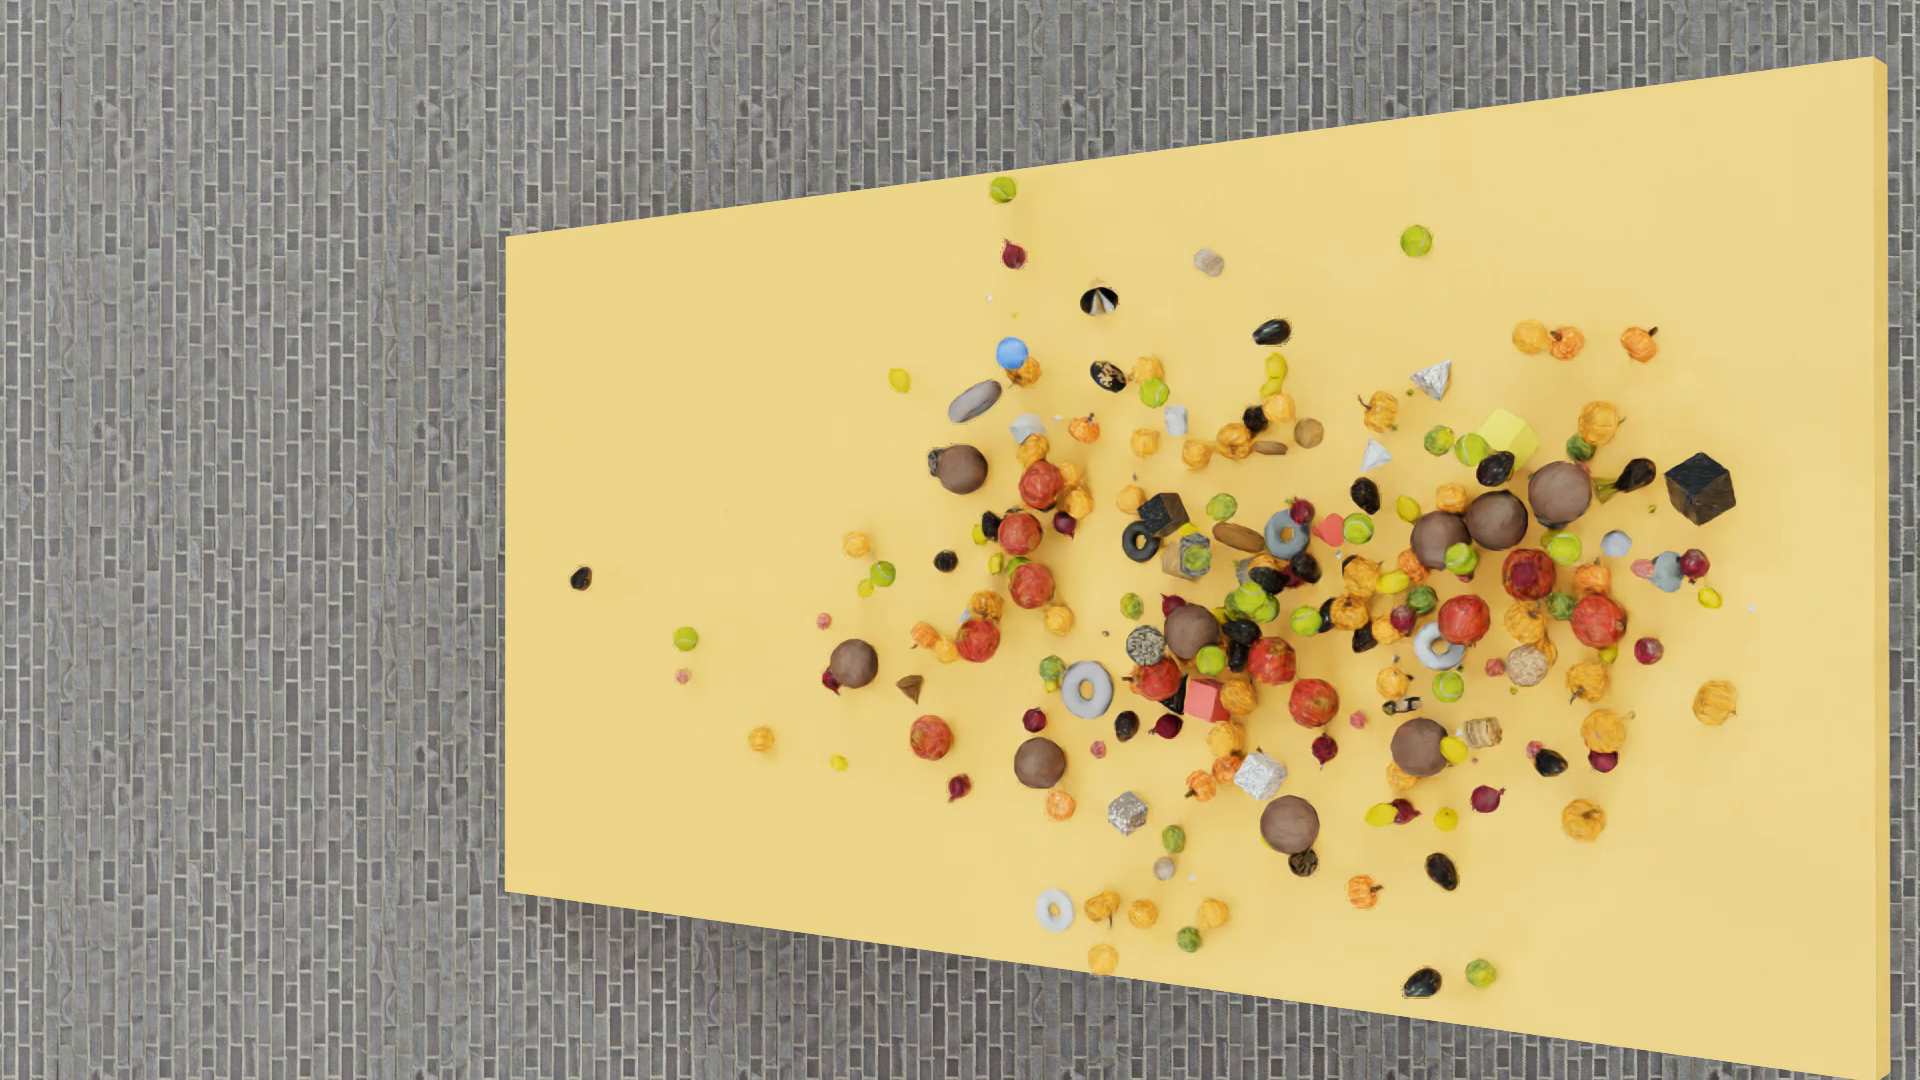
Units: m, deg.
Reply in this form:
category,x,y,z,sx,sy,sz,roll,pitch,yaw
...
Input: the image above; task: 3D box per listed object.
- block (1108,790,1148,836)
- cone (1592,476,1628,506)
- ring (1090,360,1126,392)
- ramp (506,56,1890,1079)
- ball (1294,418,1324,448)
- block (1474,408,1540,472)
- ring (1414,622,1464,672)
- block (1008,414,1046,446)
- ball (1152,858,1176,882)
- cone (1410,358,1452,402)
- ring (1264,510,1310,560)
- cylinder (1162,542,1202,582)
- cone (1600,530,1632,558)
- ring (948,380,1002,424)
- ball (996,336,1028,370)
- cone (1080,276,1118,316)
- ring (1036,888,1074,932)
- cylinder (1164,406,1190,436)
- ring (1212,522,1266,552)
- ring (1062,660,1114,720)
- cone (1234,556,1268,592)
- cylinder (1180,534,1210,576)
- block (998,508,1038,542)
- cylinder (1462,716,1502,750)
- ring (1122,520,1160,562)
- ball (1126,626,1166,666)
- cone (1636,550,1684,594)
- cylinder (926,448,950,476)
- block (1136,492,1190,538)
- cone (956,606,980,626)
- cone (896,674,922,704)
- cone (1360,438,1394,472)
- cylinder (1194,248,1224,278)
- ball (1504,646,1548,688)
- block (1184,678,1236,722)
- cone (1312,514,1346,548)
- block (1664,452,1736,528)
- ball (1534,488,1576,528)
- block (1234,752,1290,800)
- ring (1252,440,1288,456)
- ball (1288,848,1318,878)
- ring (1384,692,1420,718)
category,x,y,z,sx,sy,sz,roll,pitch,yaw
block,0.403,0.657,5.284,0.065,0.065,0.065,-30,50,-29
cone,1.363,-0.112,4.591,0.066,0.066,0.066,-17,90,9
ring,0.358,-0.397,5.322,0.098,0.098,0.033,36,123,0
ramp,0.227,0.064,5.545,4.000,0.100,2.000,0,89,38
ball,0.794,-0.243,5.003,0.072,0.072,0.072,0,90,0
block,1.154,-0.212,4.637,0.083,0.083,0.083,-51,134,-1
ring,1.046,0.231,4.799,0.111,0.037,0.111,-1,75,2
block,0.169,-0.275,5.493,0.057,0.057,0.057,-43,65,29
ball,0.486,0.785,5.243,0.056,0.056,0.056,0,90,0
cone,1.052,-0.367,4.826,0.088,0.088,0.088,42,87,0
ring,0.751,-0.012,5.050,0.118,0.039,0.118,-9,75,35
cylinder,0.528,0.051,5.181,0.079,0.079,0.079,15,90,-17
cone,1.356,-0.004,4.554,0.062,0.062,0.062,-9,64,18
ring,0.036,-0.341,5.424,0.150,0.150,0.050,-33,82,0
ball,0.124,-0.446,5.261,0.079,0.079,0.079,0,90,0
cone,0.334,-0.616,5.377,0.095,0.095,0.095,-6,51,0
ring,0.235,0.915,5.443,0.109,0.036,0.109,5,99,34
cylinder,0.514,-0.283,5.215,0.055,0.055,0.055,-9,119,0
ring,0.644,-0.006,5.077,0.128,0.128,0.043,16,103,0
ring,0.311,0.367,5.385,0.146,0.049,0.146,1,91,37
cone,0.657,0.079,5.100,0.082,0.082,0.082,0,89,38
cylinder,0.533,0.034,4.989,0.069,0.069,0.069,6,50,0
block,0.146,-0.038,5.507,0.060,0.060,0.060,37,111,32
cylinder,1.122,0.415,4.730,0.063,0.063,0.063,-15,90,38
ring,0.435,0.004,5.301,0.102,0.034,0.102,0,90,37
ball,0.428,0.243,5.065,0.093,0.093,0.093,0,90,0
cone,1.418,0.065,4.503,0.087,0.087,0.087,1,89,-31
cylinder,-0.054,-0.199,5.656,0.054,0.054,0.054,-10,69,0
block,0.484,-0.060,5.233,0.077,0.077,0.077,-36,69,36
cone,0.029,0.206,5.617,0.057,0.057,0.057,35,90,4
cone,-0.122,0.399,5.727,0.072,0.072,0.072,-18,109,0
cone,0.899,-0.172,4.823,0.072,0.072,0.072,43,87,0
cylinder,0.586,-0.652,5.173,0.052,0.052,0.052,-50,48,0
ball,1.185,0.264,4.603,0.088,0.088,0.088,0,90,0
block,0.585,0.375,5.151,0.080,0.080,0.080,19,101,40
cone,0.820,-0.020,4.972,0.075,0.075,0.075,2,87,-36
block,1.486,-0.102,4.416,0.090,0.090,0.090,-30,125,-4
ball,1.255,-0.067,4.638,0.088,0.088,0.088,0,90,0
block,0.695,0.544,5.071,0.076,0.076,0.076,39,112,31
ring,0.711,-0.211,5.043,0.080,0.080,0.027,7,88,0
ball,0.782,0.734,5.008,0.068,0.068,0.068,0,90,0
ring,0.975,0.365,4.850,0.088,0.088,0.029,-24,66,0
